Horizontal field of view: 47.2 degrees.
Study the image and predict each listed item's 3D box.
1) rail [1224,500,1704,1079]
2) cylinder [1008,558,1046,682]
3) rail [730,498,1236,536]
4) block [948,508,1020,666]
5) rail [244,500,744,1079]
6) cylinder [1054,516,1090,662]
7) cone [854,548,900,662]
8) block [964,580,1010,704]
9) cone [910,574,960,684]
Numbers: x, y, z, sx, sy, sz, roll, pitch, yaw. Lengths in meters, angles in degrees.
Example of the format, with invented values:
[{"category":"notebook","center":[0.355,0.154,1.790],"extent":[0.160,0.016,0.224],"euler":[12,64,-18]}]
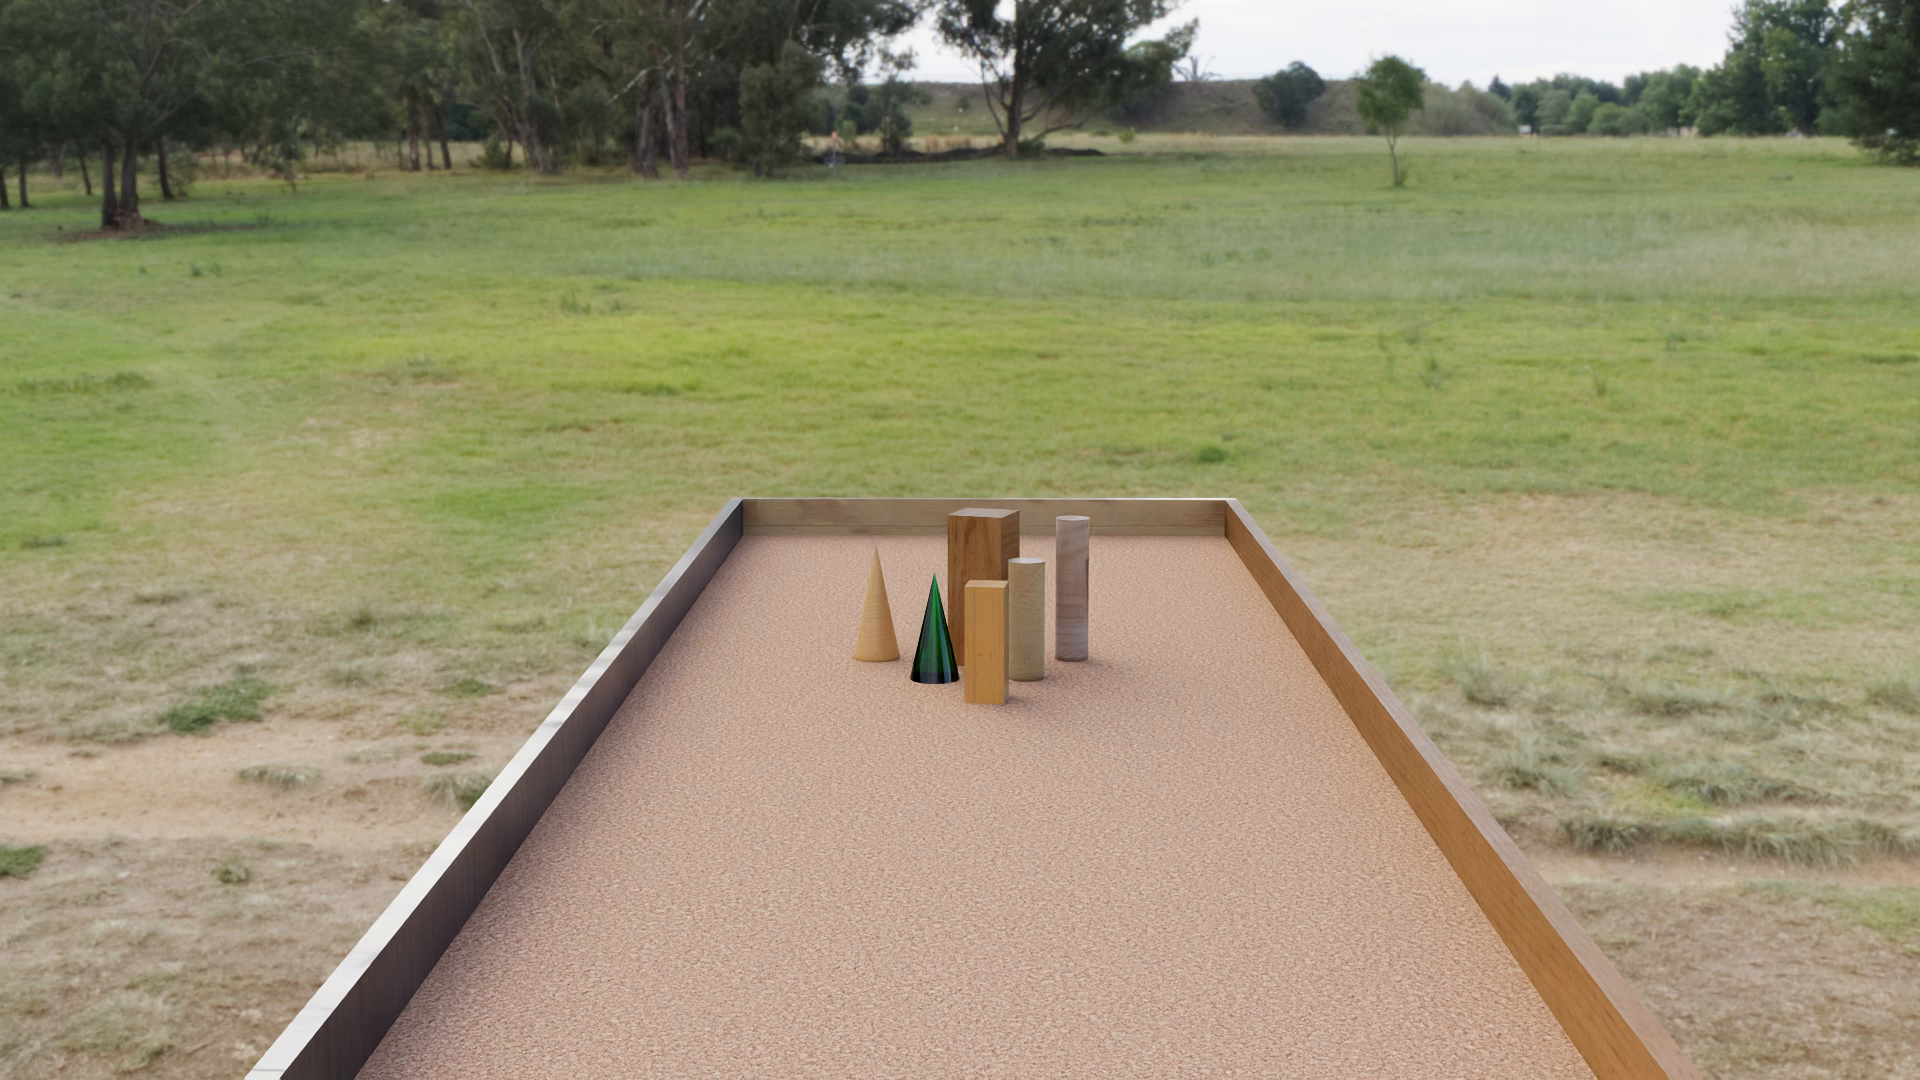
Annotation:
[{"category":"rail","center":[1.046,0.843,3.208],"extent":[0.050,0.150,12.000],"euler":[0,9,1]},{"category":"cylinder","center":[0.194,0.232,6.426],"extent":[0.108,0.350,0.108],"euler":[0,9,0]},{"category":"rail","center":[0.099,-0.098,9.147],"extent":[2.100,0.150,0.050],"euler":[0,9,1]},{"category":"block","center":[0.072,0.143,6.646],"extent":[0.170,0.457,0.170],"euler":[3,10,20]},{"category":"rail","center":[-1.004,0.839,3.234],"extent":[0.050,0.150,12.000],"euler":[0,9,1]},{"category":"cylinder","center":[0.341,0.148,6.689],"extent":[0.102,0.434,0.102],"euler":[0,9,0]},{"category":"cone","center":[-0.255,0.185,6.711],"extent":[0.146,0.354,0.146],"euler":[0,9,0]},{"category":"block","center":[0.075,0.285,6.158],"extent":[0.110,0.330,0.110],"euler":[1,9,8]},{"category":"cone","center":[-0.074,0.249,6.424],"extent":[0.148,0.318,0.148],"euler":[0,9,0]}]
